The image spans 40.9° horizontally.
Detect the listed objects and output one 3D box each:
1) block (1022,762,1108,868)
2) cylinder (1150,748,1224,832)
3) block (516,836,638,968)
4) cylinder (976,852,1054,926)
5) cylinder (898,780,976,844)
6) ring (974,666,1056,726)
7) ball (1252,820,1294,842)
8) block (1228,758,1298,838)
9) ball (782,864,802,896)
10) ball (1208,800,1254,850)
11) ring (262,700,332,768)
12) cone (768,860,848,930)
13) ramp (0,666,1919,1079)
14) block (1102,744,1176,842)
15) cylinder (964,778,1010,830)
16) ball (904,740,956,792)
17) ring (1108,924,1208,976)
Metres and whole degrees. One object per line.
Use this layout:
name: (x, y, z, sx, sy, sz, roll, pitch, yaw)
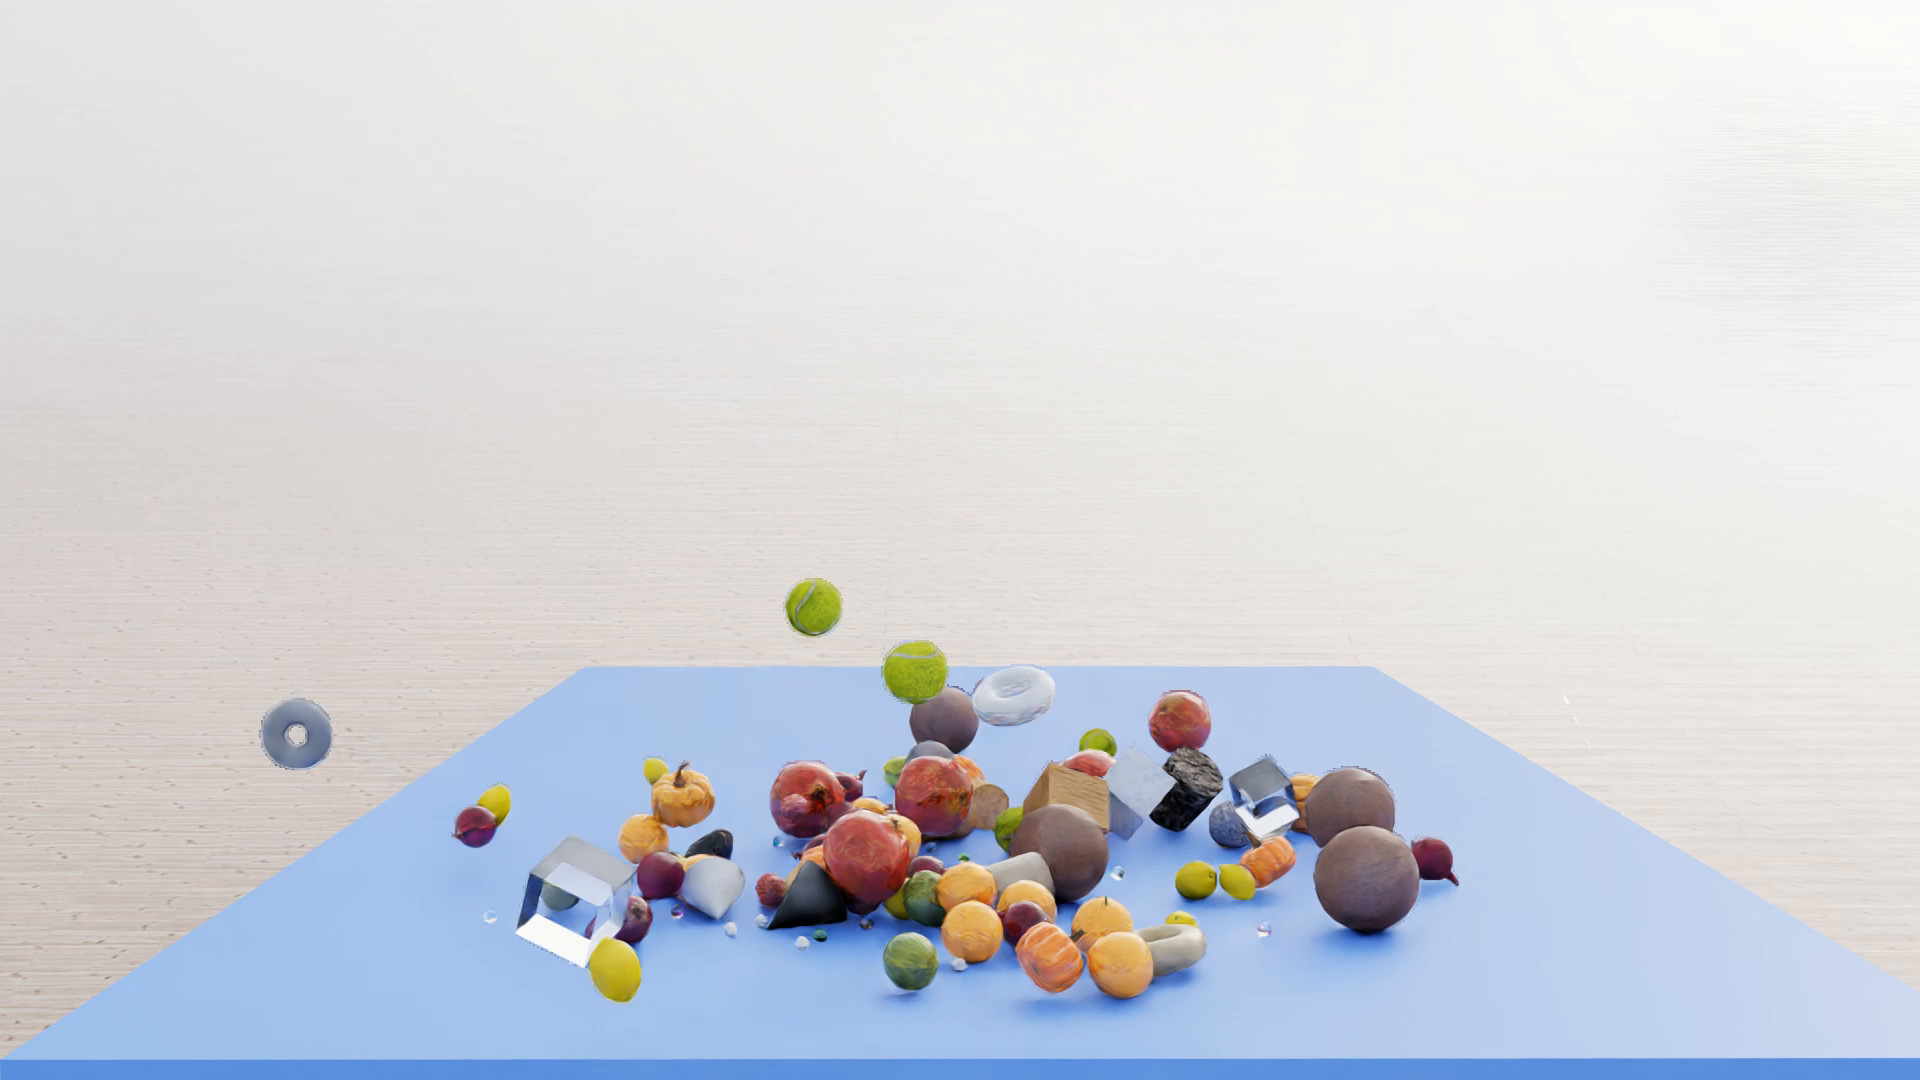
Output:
block: (0.147, 0.384, 3.585, 0.090, 0.090, 0.090, 19, 40, -14)
cylinder: (0.336, 0.378, 3.902, 0.092, 0.092, 0.092, 23, 38, -19)
block: (-0.442, 0.416, 2.963, 0.091, 0.091, 0.091, 24, 29, 12)
cylinder: (0.068, 0.435, 3.212, 0.074, 0.074, 0.074, -15, 26, -23)
cylinder: (-0.036, 0.405, 3.832, 0.086, 0.086, 0.086, -3, 21, -28)
ring: (0.079, 0.227, 3.729, 0.123, 0.041, 0.123, -12, 28, 7)
ball: (0.454, 0.406, 3.827, 0.087, 0.087, 0.087, 0, 22, 0)
block: (0.408, 0.345, 3.455, 0.064, 0.064, 0.064, -25, 38, -12)
ball: (-0.195, 0.445, 3.283, 0.061, 0.061, 0.061, 0, 22, 0)
ball: (0.399, 0.417, 3.765, 0.071, 0.071, 0.071, 0, 22, 0)
ring: (-0.876, 0.257, 3.397, 0.092, 0.092, 0.031, 0, 6, 1)
cone: (-0.204, 0.460, 3.192, 0.091, 0.091, 0.091, -31, 35, -26)
ramp: (0.051, 0.466, 4.534, 2.000, 0.100, 4.000, 0, 3, 0)
block: (0.247, 0.370, 3.756, 0.085, 0.085, 0.085, 40, 58, 7)
cylinder: (0.033, 0.408, 3.968, 0.071, 0.071, 0.071, -7, 5, -16)
ball: (-0.043, 0.332, 3.774, 0.076, 0.076, 0.076, 0, 22, 0)
ring: (0.224, 0.467, 2.925, 0.116, 0.039, 0.116, -11, 4, 1)
